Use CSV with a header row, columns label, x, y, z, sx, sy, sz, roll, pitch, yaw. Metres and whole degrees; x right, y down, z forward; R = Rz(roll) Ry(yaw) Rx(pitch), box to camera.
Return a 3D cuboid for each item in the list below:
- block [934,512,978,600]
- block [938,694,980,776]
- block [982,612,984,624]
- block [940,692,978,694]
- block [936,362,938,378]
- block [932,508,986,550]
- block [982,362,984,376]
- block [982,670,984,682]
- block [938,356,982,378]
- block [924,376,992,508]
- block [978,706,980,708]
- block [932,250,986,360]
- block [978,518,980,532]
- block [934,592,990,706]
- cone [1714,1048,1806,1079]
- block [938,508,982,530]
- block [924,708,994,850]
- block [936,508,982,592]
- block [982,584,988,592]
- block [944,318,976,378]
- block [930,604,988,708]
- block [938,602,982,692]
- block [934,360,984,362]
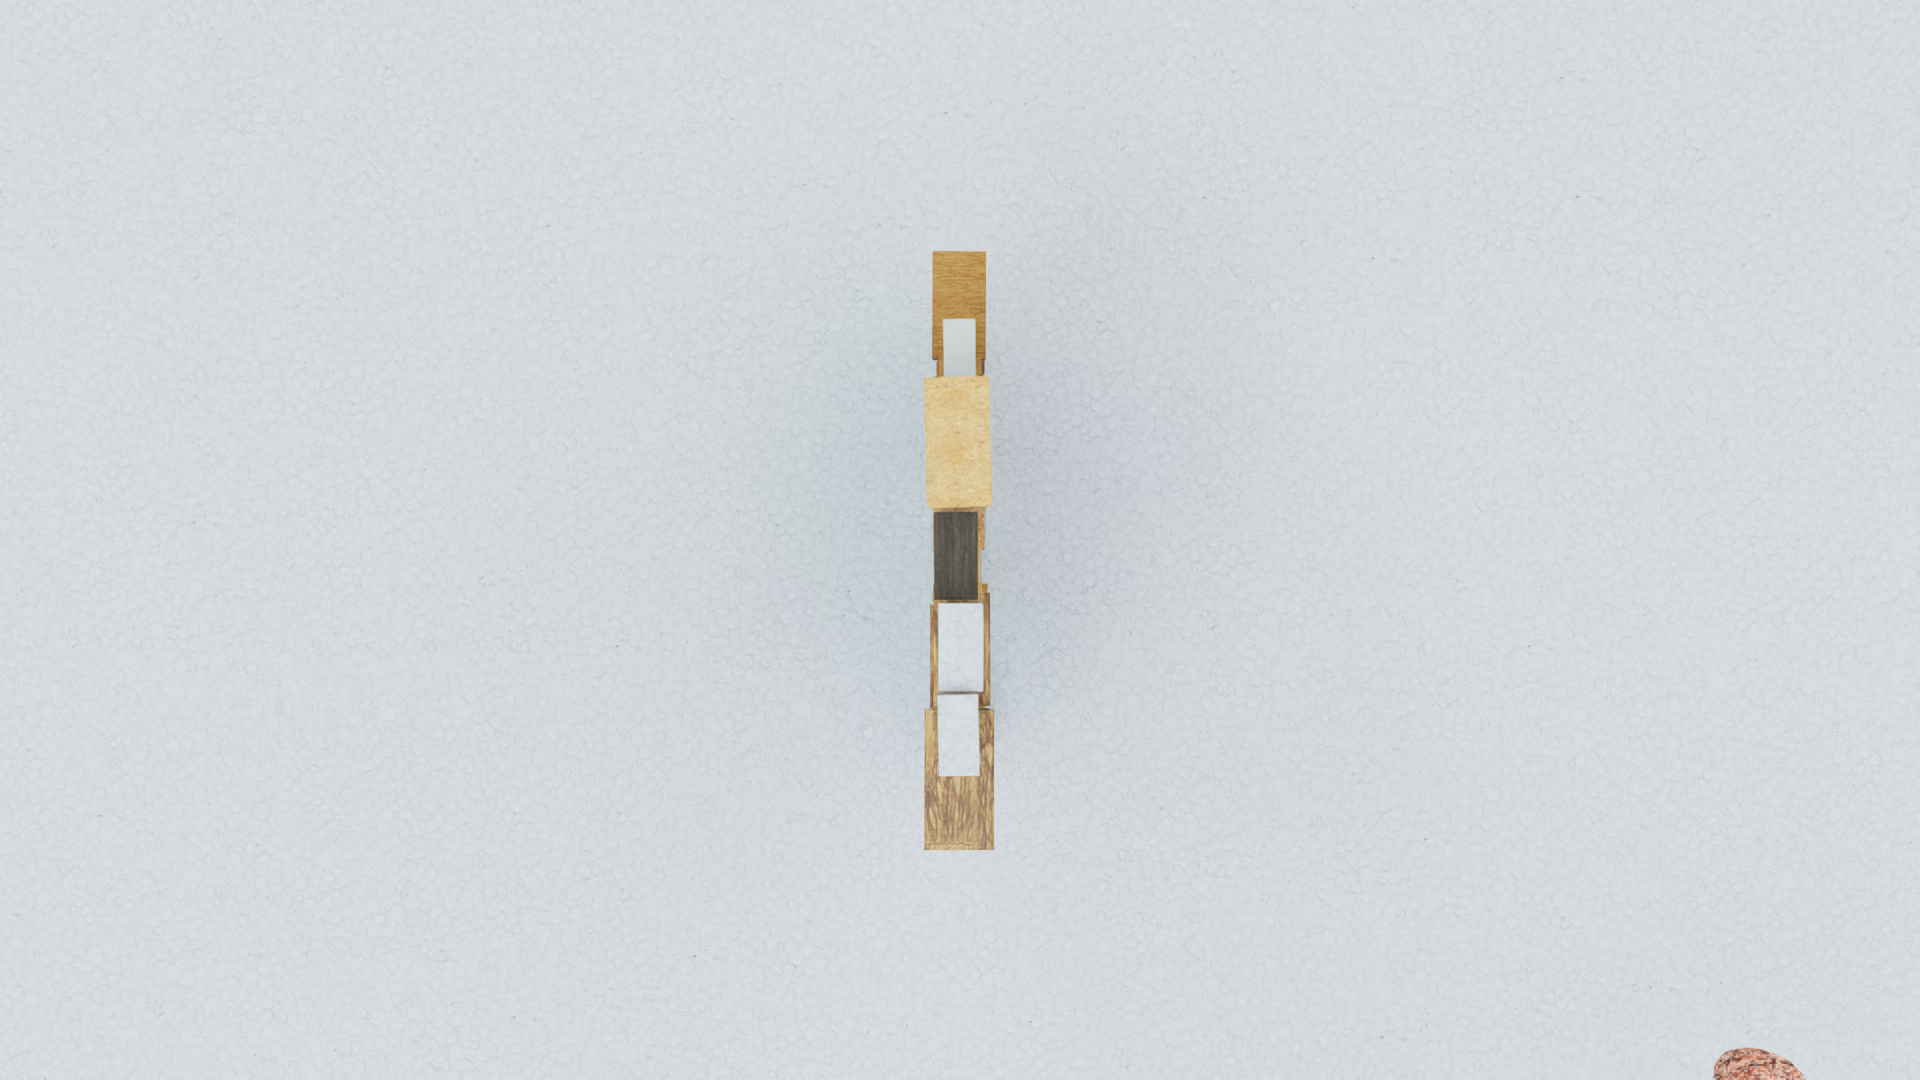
label,x,y,z,sx,sy,sz,roll,pitch,yaw
block,-0.010,0.039,4.068,0.108,0.031,0.216,0,90,0
block,-0.003,0.459,3.883,0.095,0.027,0.190,-1,90,0
block,0.003,0.185,4.042,0.105,0.210,0.030,0,90,0
block,-0.004,0.395,4.021,0.095,0.251,0.027,0,90,0
block,-0.002,-0.444,5.190,0.145,0.041,0.290,0,90,0
block,-0.003,-0.132,5.152,0.162,0.046,0.325,0,90,0
block,0.004,-0.511,4.725,0.133,0.038,0.266,0,90,0
block,0.003,0.325,4.042,0.105,0.210,0.030,0,90,0
block,0.000,-0.366,4.321,0.112,0.032,0.223,0,90,0
block,-0.005,-0.234,3.965,0.156,0.044,0.312,-1,90,0
block,-0.002,0.528,4.498,0.117,0.033,0.235,0,90,0
block,-0.002,-0.625,4.400,0.143,0.040,0.285,0,90,0
block,-0.003,-0.036,4.192,0.108,0.216,0.031,-1,90,0
block,0.005,0.275,4.167,0.143,0.040,0.285,0,90,0
cone,2.069,1.490,4.291,0.228,0.228,0.228,17,127,23
block,0.001,-0.137,4.316,0.114,0.032,0.228,-1,90,0
block,-0.002,0.595,4.111,0.173,0.049,0.347,0,90,0
block,-0.003,0.032,4.644,0.125,0.035,0.249,0,90,0
block,0.004,0.298,5.150,0.163,0.046,0.327,0,90,0
block,-0.001,-0.473,4.134,0.080,0.023,0.159,0,90,0
block,-0.004,0.351,4.773,0.165,0.047,0.330,0,90,0
block,0.002,0.255,3.922,0.105,0.030,0.210,0,90,0
block,-0.003,-0.530,4.563,0.143,0.285,0.040,0,90,0
